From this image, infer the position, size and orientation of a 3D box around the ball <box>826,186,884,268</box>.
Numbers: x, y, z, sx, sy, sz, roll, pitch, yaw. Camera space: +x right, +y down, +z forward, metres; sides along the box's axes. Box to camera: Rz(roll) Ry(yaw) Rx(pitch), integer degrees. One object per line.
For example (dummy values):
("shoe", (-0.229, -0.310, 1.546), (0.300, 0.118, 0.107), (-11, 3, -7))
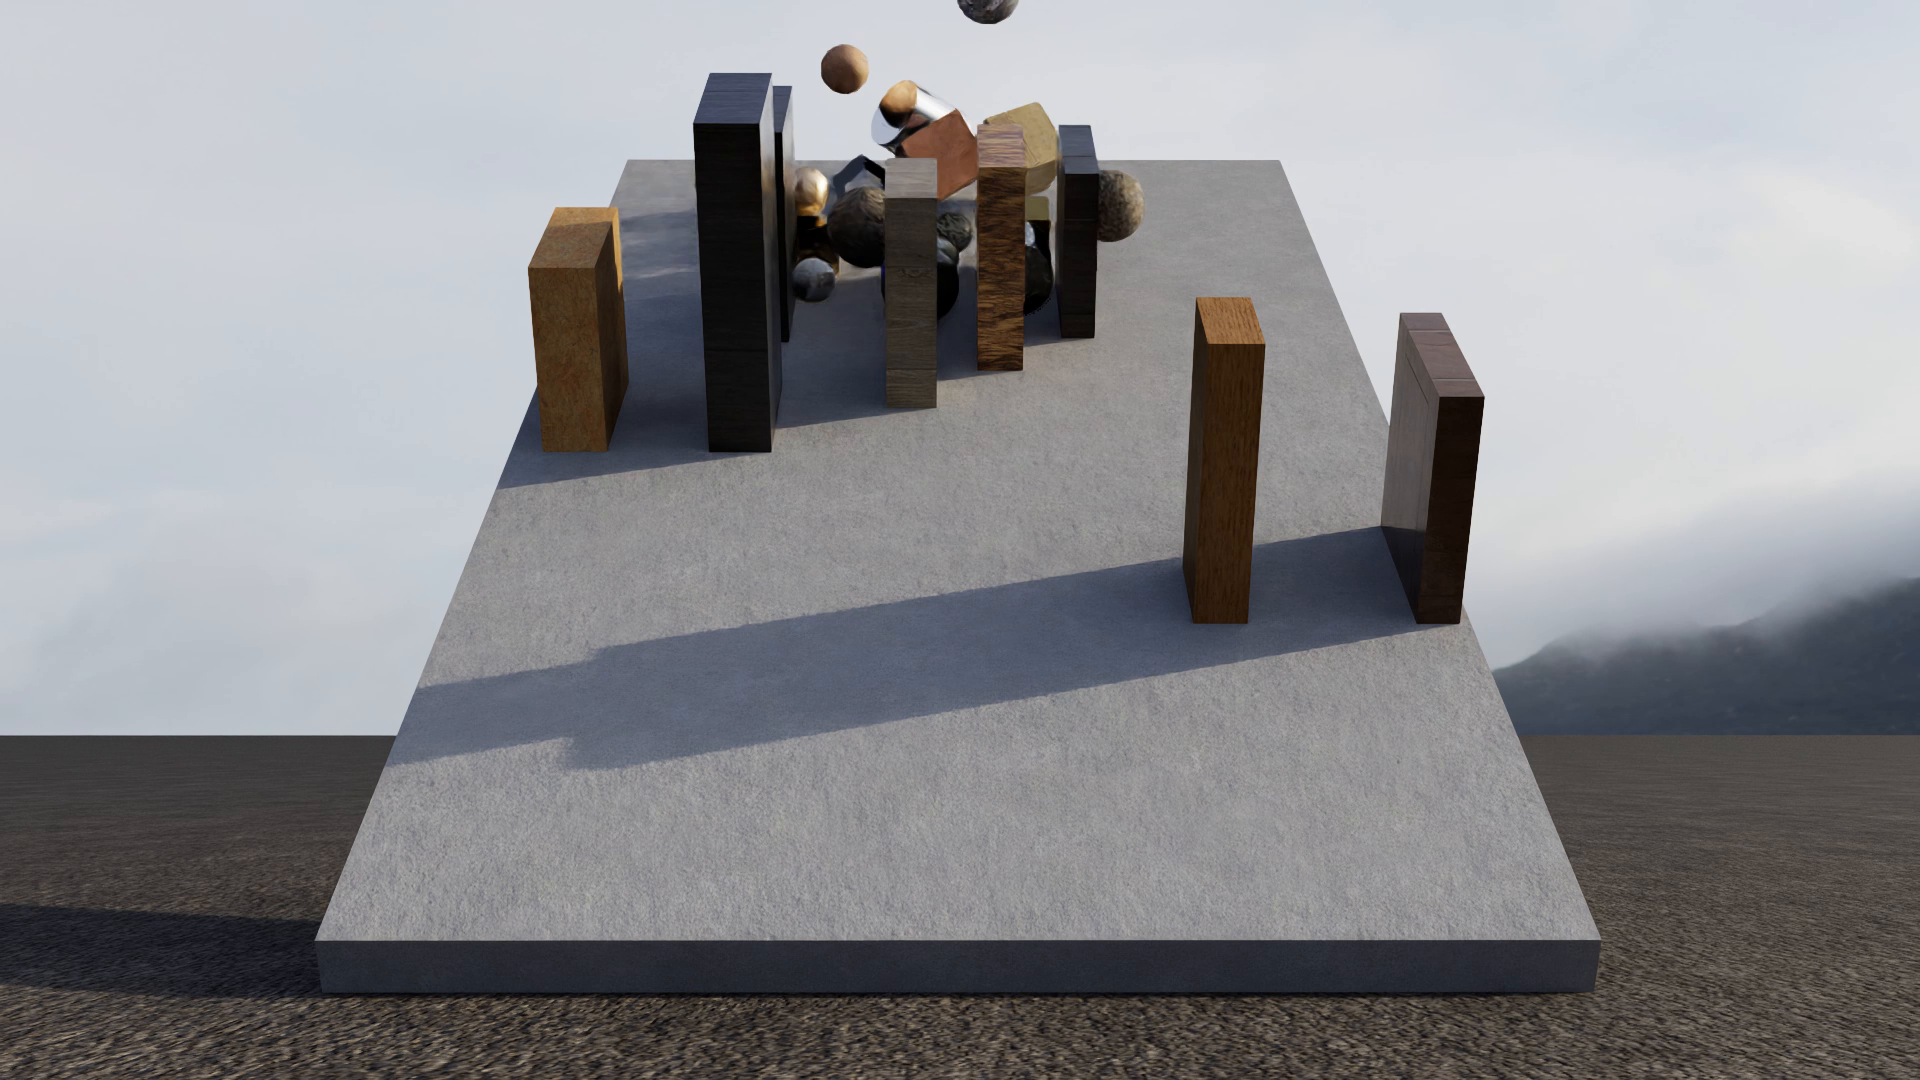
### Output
("ball", (-0.243, -0.814, 6.159), (0.209, 0.209, 0.209), (0, -5, 0))

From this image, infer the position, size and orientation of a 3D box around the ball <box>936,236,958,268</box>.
("ball", (-0.062, -0.747, 6.281), (0.117, 0.117, 0.117), (0, -5, 0))

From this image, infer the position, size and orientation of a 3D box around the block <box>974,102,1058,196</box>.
("block", (0.164, -1.113, 6.822), (0.189, 0.189, 0.189), (-23, -14, -28))

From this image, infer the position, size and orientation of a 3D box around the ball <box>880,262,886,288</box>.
("ball", (-0.127, -0.649, 5.770), (0.134, 0.134, 0.134), (0, -5, 0))

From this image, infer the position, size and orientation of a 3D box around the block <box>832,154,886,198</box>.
("block", (-0.270, -0.992, 6.681), (0.116, 0.116, 0.116), (-38, -44, 25))

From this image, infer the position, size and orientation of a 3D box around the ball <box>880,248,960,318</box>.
("ball", (-0.101, -0.649, 5.991), (0.201, 0.201, 0.201), (0, -5, 0))

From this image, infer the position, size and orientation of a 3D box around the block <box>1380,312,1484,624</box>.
("block", (0.930, -0.148, 4.684), (0.084, 0.479, 0.433), (0, 27, 0))

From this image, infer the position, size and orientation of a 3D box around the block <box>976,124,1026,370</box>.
("block", (0.098, -0.719, 5.785), (0.110, 0.512, 0.351), (0, 27, 0))

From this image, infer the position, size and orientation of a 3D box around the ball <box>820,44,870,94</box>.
("ball", (-0.333, -1.363, 6.847), (0.142, 0.142, 0.142), (0, -5, 0))

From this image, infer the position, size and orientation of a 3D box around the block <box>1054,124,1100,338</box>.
("block", (0.296, -0.790, 6.020), (0.083, 0.429, 0.410), (0, 27, 0))

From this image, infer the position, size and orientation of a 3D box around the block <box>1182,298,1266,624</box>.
("block", (0.506, -0.152, 4.573), (0.105, 0.584, 0.240), (0, 27, 0))

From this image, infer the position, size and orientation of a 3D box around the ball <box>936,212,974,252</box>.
("ball", (-0.022, -0.840, 6.470), (0.115, 0.115, 0.115), (0, -5, 0))

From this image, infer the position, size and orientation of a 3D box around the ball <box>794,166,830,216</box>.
("ball", (-0.413, -0.928, 6.299), (0.131, 0.131, 0.131), (0, -5, 0))

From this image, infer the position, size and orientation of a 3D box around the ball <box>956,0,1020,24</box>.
("ball", (0.084, -1.641, 7.071), (0.195, 0.195, 0.195), (0, -5, 0))

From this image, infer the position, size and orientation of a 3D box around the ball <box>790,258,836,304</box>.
("ball", (-0.370, -0.655, 5.966), (0.115, 0.115, 0.115), (0, -5, 0))

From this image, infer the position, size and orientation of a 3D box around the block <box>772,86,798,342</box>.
("block", (-0.476, -0.826, 5.965), (0.099, 0.539, 0.408), (0, 27, 0))

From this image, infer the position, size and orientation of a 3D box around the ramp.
("ramp", (-0.010, -0.228, 5.485), (2.000, 0.100, 4.000), (0, 27, 0))

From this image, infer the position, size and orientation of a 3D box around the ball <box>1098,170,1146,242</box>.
("ball", (0.399, -0.888, 6.283), (0.191, 0.191, 0.191), (0, -5, 0))

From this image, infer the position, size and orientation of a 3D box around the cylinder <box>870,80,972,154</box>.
("cylinder", (-0.113, -1.190, 6.831), (0.206, 0.206, 0.206), (26, -19, -35))

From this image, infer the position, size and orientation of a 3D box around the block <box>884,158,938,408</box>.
("block", (-0.113, -0.605, 5.553), (0.117, 0.513, 0.295), (0, 27, 0))

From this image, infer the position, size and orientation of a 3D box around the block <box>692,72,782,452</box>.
("block", (-0.493, -0.624, 5.315), (0.140, 0.759, 0.394), (0, 27, 0))

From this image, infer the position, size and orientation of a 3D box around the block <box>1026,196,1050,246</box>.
("block", (0.139, -0.789, 6.284), (0.192, 0.192, 0.192), (0, 27, 0))

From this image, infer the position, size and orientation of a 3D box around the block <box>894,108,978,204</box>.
("block", (-0.050, -1.062, 6.600), (0.185, 0.185, 0.185), (-31, 4, -6))

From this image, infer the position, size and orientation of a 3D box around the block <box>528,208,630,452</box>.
("block", (-0.865, -0.485, 5.395), (0.144, 0.437, 0.409), (0, 27, 0))

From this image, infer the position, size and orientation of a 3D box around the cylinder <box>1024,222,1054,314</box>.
("cylinder", (0.139, -0.703, 6.100), (0.196, 0.196, 0.196), (0, 26, 0))

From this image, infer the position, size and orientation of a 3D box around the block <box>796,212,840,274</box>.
("block", (-0.425, -0.787, 6.327), (0.146, 0.146, 0.146), (-19, 32, -33))
